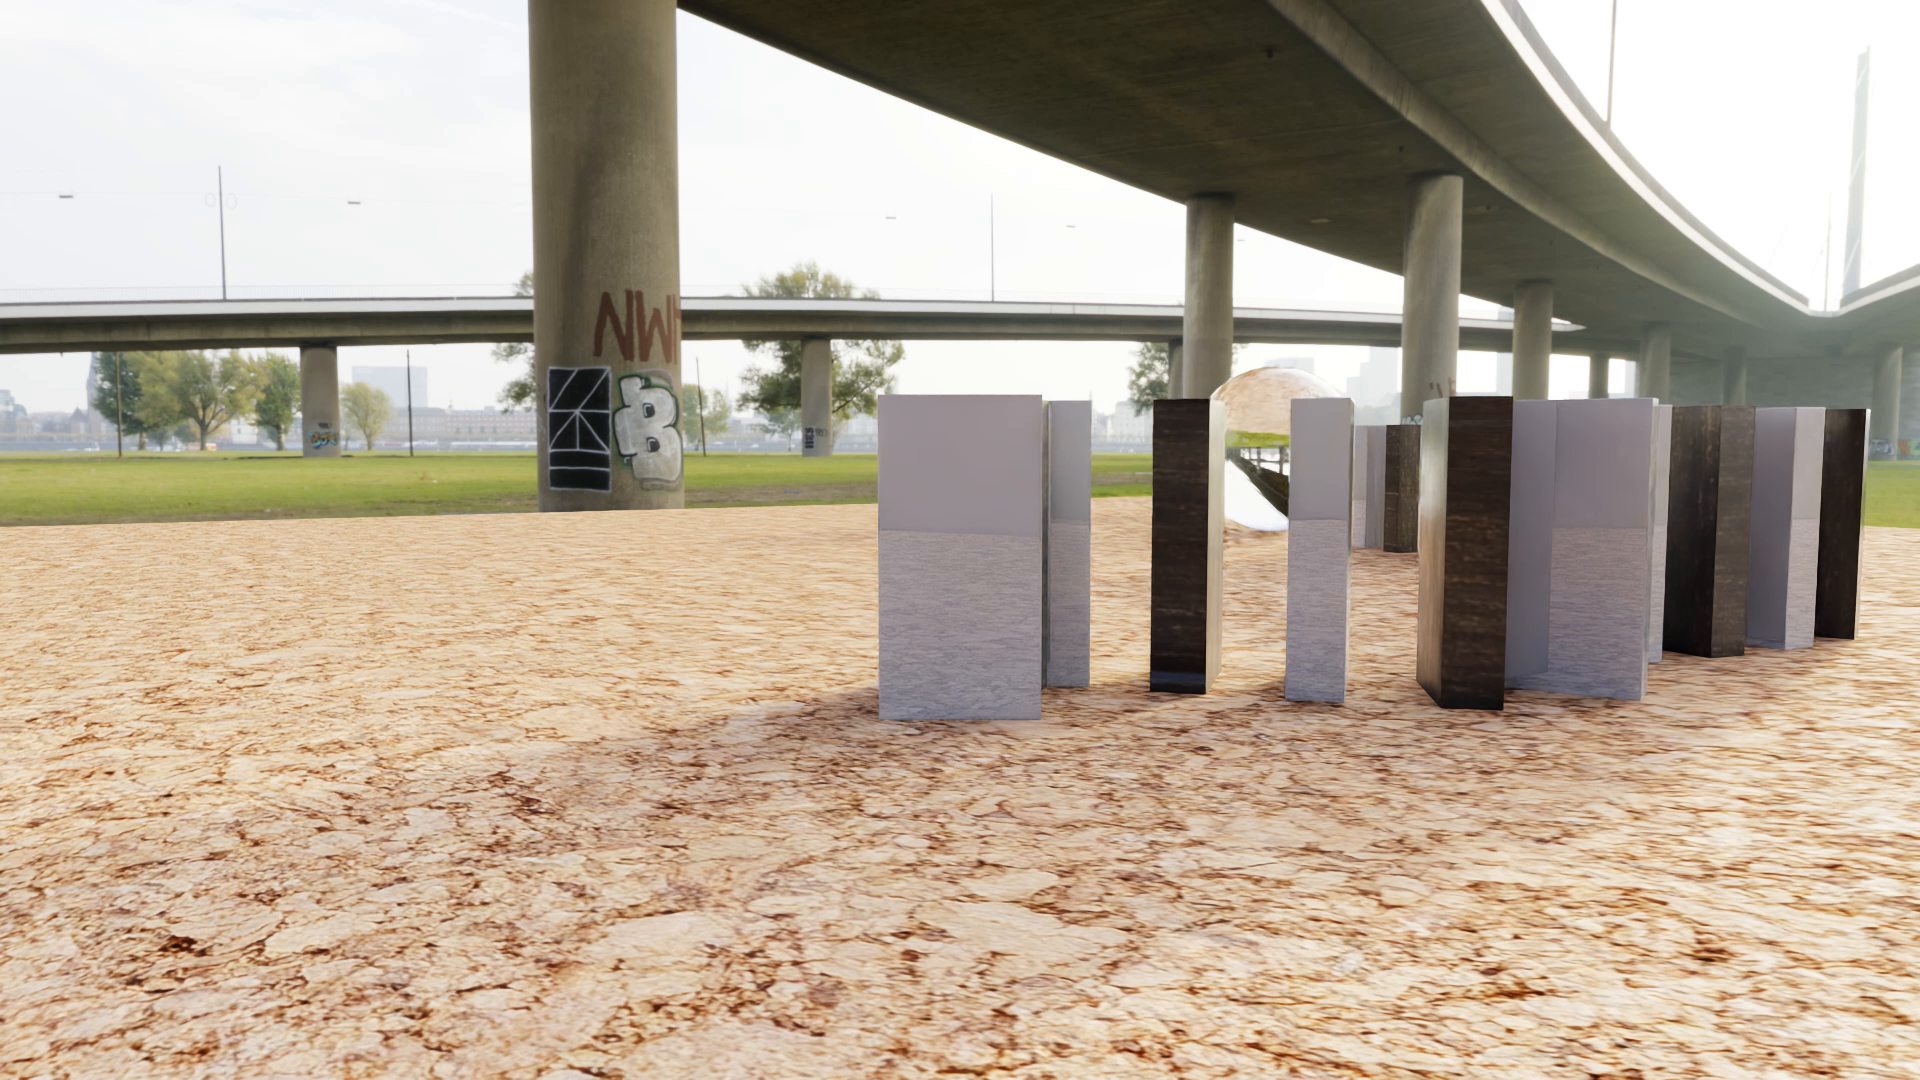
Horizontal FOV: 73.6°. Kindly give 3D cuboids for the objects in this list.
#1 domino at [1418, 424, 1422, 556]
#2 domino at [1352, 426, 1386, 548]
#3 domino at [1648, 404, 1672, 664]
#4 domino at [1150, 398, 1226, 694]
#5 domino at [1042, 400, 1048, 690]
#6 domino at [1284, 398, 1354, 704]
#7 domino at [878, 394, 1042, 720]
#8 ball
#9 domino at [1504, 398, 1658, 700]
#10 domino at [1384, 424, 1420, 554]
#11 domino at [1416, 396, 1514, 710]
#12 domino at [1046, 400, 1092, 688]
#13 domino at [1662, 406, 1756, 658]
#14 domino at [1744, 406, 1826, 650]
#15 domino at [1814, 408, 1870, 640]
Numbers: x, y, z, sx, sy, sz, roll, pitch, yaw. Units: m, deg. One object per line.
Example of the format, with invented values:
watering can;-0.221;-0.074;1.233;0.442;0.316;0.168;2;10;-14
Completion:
domino;0.187;-0.019;0.484;0.025;0.050;0.009;-1;4;-14
domino;0.176;-0.022;0.528;0.025;0.050;0.009;-1;4;-14
domino;0.128;-0.002;0.258;0.009;0.050;0.025;-2;5;-24
domino;0.041;0.000;0.229;0.010;0.050;0.025;1;4;18
domino;0.002;0.001;0.223;0.025;0.050;0.009;2;5;22
domino;0.063;0.001;0.222;0.009;0.050;0.025;1;5;18
domino;0.000;0.002;0.201;0.025;0.050;0.009;0;4;0
ball;0.152;-0.044;0.620;0.080;0.080;0.080;0;4;0
domino;0.105;0.001;0.221;0.025;0.050;0.010;3;5;33
domino;0.181;-0.020;0.506;0.025;0.050;0.009;-1;4;-14
domino;0.084;0.001;0.216;0.009;0.050;0.025;1;4;11
domino;0.019;0.000;0.235;0.009;0.050;0.025;0;4;5
domino;0.149;-0.002;0.266;0.010;0.050;0.025;-2;5;-22
domino;0.169;-0.003;0.276;0.010;0.050;0.025;-2;5;-25
domino;0.188;-0.004;0.289;0.025;0.050;0.009;4;6;39
